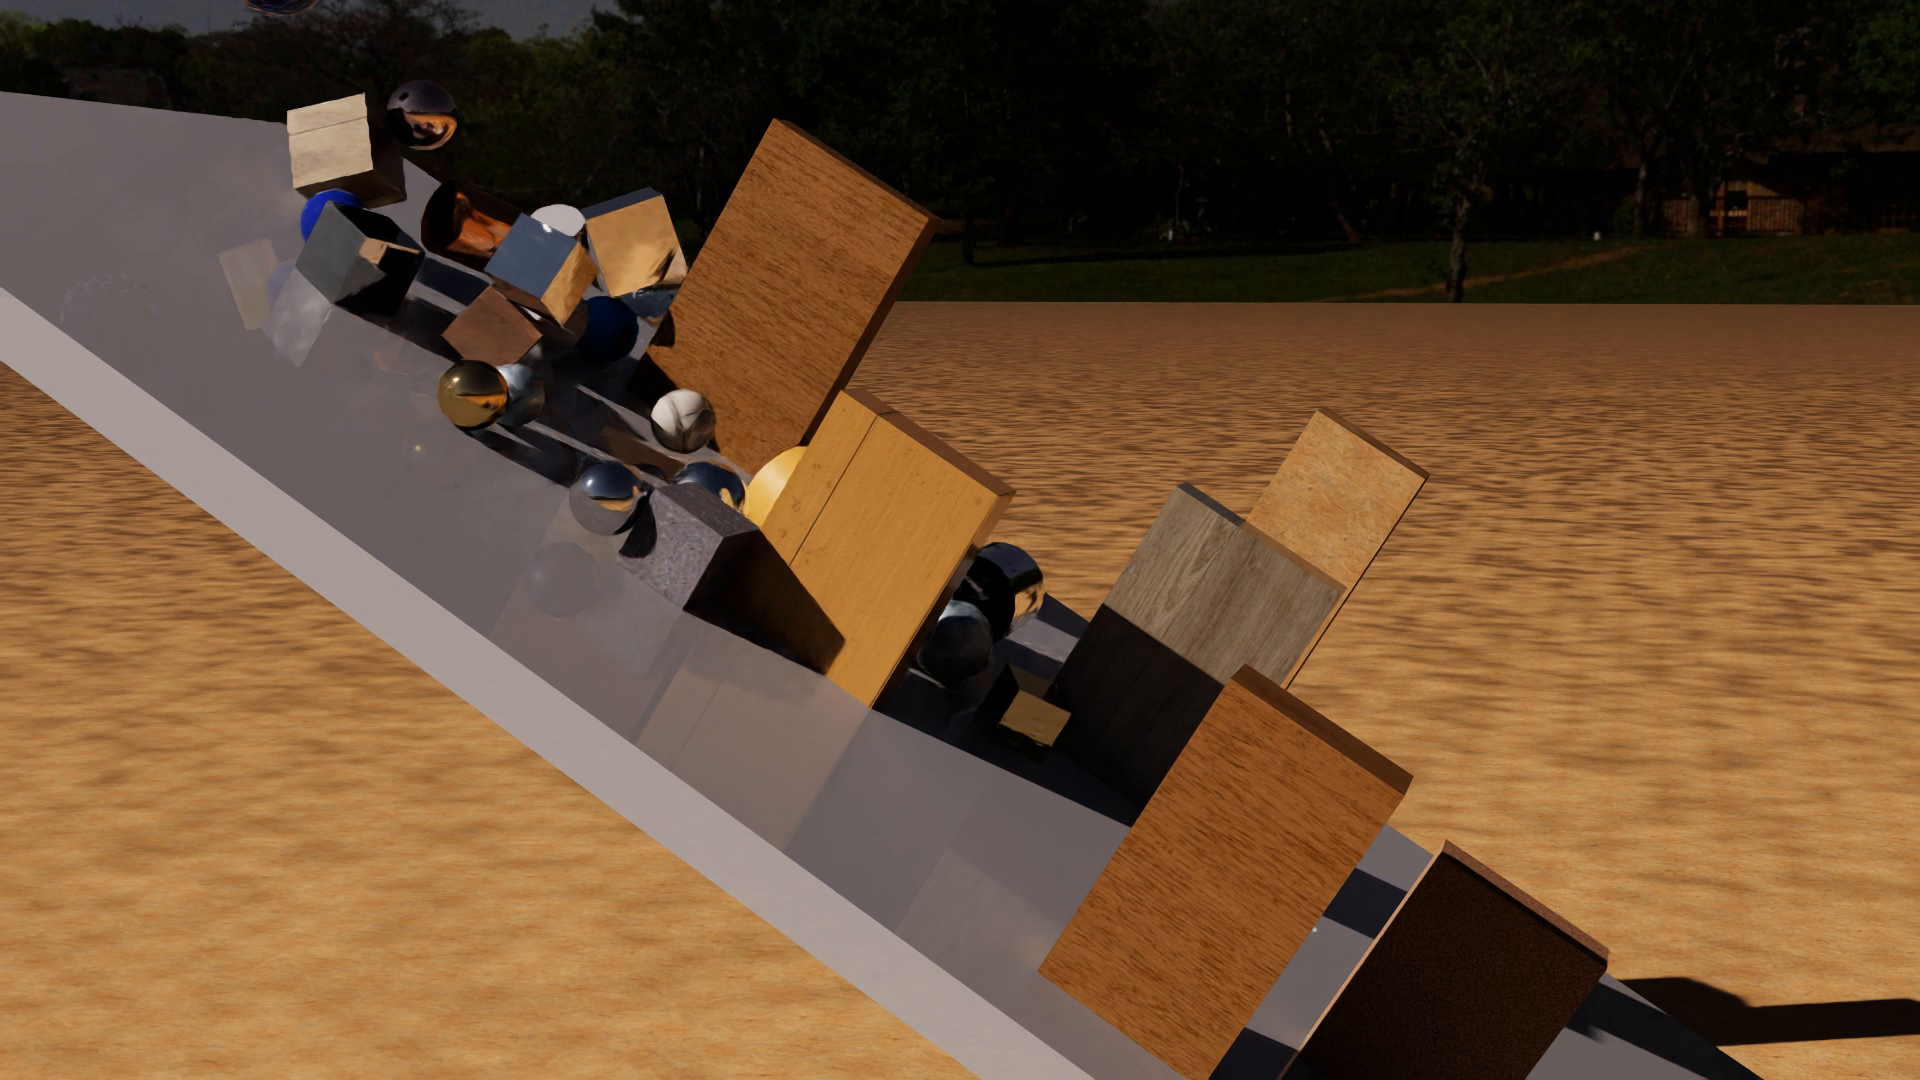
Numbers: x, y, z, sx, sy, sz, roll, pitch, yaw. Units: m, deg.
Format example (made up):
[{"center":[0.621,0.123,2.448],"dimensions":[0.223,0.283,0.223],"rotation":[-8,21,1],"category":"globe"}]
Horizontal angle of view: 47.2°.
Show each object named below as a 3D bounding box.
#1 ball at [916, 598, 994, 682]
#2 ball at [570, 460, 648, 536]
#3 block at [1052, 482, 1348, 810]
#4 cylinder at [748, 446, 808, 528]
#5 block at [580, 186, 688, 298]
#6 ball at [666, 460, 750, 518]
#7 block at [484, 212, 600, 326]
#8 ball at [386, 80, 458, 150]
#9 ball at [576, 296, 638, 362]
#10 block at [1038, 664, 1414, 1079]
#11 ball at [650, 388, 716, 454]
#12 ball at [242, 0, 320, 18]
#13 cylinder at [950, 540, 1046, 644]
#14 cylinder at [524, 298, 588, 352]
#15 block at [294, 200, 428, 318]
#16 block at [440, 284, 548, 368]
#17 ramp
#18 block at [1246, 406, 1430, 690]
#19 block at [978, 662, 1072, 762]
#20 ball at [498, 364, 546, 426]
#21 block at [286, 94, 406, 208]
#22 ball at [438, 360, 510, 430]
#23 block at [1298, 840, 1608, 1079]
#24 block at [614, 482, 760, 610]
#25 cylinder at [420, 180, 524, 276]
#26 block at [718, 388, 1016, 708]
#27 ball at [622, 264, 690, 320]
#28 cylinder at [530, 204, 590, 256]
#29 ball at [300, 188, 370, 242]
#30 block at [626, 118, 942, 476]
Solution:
[{"center":[-0.014,0.188,4.103],"dimensions":[0.155,0.155,0.155],"rotation":[0,7,0],"category":"ball"},{"center":[-0.601,-0.072,3.757],"dimensions":[0.132,0.132,0.132],"rotation":[0,7,0],"category":"ball"},{"center":[0.415,0.220,4.082],"dimensions":[0.355,0.545,0.094],"rotation":[34,15,11],"category":"block"},{"center":[-0.277,-0.040,4.195],"dimensions":[0.201,0.201,0.201],"rotation":[-8,46,-49],"category":"cylinder"},{"center":[-0.710,-0.643,4.742],"dimensions":[0.174,0.174,0.174],"rotation":[-21,19,-12],"category":"block"},{"center":[-0.460,-0.067,3.984],"dimensions":[0.156,0.156,0.156],"rotation":[0,7,0],"category":"ball"},{"center":[-0.772,-0.498,4.064],"dimensions":[0.129,0.129,0.129],"rotation":[27,-12,15],"category":"block"},{"center":[-1.121,-0.886,4.587],"dimensions":[0.145,0.145,0.145],"rotation":[0,7,0],"category":"ball"},{"center":[-0.763,-0.454,4.729],"dimensions":[0.144,0.144,0.144],"rotation":[0,7,0],"category":"ball"},{"center":[0.381,0.485,3.184],"dimensions":[0.288,0.530,0.127],"rotation":[34,15,11],"category":"block"},{"center":[-0.550,-0.236,4.377],"dimensions":[0.130,0.130,0.130],"rotation":[0,7,0],"category":"ball"},{"center":[-1.376,-1.159,4.442],"dimensions":[0.202,0.202,0.202],"rotation":[0,7,0],"category":"ball"},{"center":[0.052,0.109,4.400],"dimensions":[0.186,0.186,0.186],"rotation":[3,14,24],"category":"cylinder"},{"center":[-0.866,-0.475,4.553],"dimensions":[0.138,0.138,0.138],"rotation":[4,-12,27],"category":"cylinder"},{"center":[-1.153,-0.540,4.232],"dimensions":[0.147,0.147,0.147],"rotation":[40,17,31],"category":"block"},{"center":[-0.888,-0.395,4.199],"dimensions":[0.134,0.134,0.134],"rotation":[45,1,-10],"category":"block"},{"center":[-0.154,0.254,4.113],"dimensions":[4.000,0.100,2.000],"rotation":[34,15,11],"category":"ramp"},{"center":[0.703,0.085,4.766],"dimensions":[0.267,0.708,0.137],"rotation":[34,15,11],"category":"block"},{"center":[0.117,0.316,4.029],"dimensions":[0.113,0.113,0.113],"rotation":[26,16,-20],"category":"block"},{"center":[-0.824,-0.268,4.058],"dimensions":[0.117,0.117,0.117],"rotation":[0,7,0],"category":"ball"},{"center":[-1.269,-0.794,4.555],"dimensions":[0.171,0.171,0.171],"rotation":[-11,-14,7],"category":"block"},{"center":[-0.869,-0.260,3.926],"dimensions":[0.126,0.126,0.126],"rotation":[0,7,0],"category":"ball"},{"center":[0.767,0.722,3.429],"dimensions":[0.294,0.401,0.106],"rotation":[34,15,11],"category":"block"},{"center":[-0.468,0.008,3.795],"dimensions":[0.150,0.150,0.150],"rotation":[35,16,13],"category":"block"},{"center":[-1.018,-0.652,4.617],"dimensions":[0.158,0.158,0.158],"rotation":[6,-10,41],"category":"cylinder"},{"center":[-0.163,0.012,3.824],"dimensions":[0.333,0.439,0.107],"rotation":[34,15,11],"category":"block"},{"center":[-0.727,-0.612,5.256],"dimensions":[0.175,0.175,0.175],"rotation":[0,7,0],"category":"ball"},{"center":[-0.838,-0.617,4.600],"dimensions":[0.118,0.118,0.118],"rotation":[1,47,-1],"category":"cylinder"},{"center":[-1.227,-0.621,4.330],"dimensions":[0.140,0.140,0.140],"rotation":[0,7,0],"category":"ball"},{"center":[-0.375,-0.491,4.606],"dimensions":[0.394,0.658,0.093],"rotation":[34,15,11],"category":"block"}]
